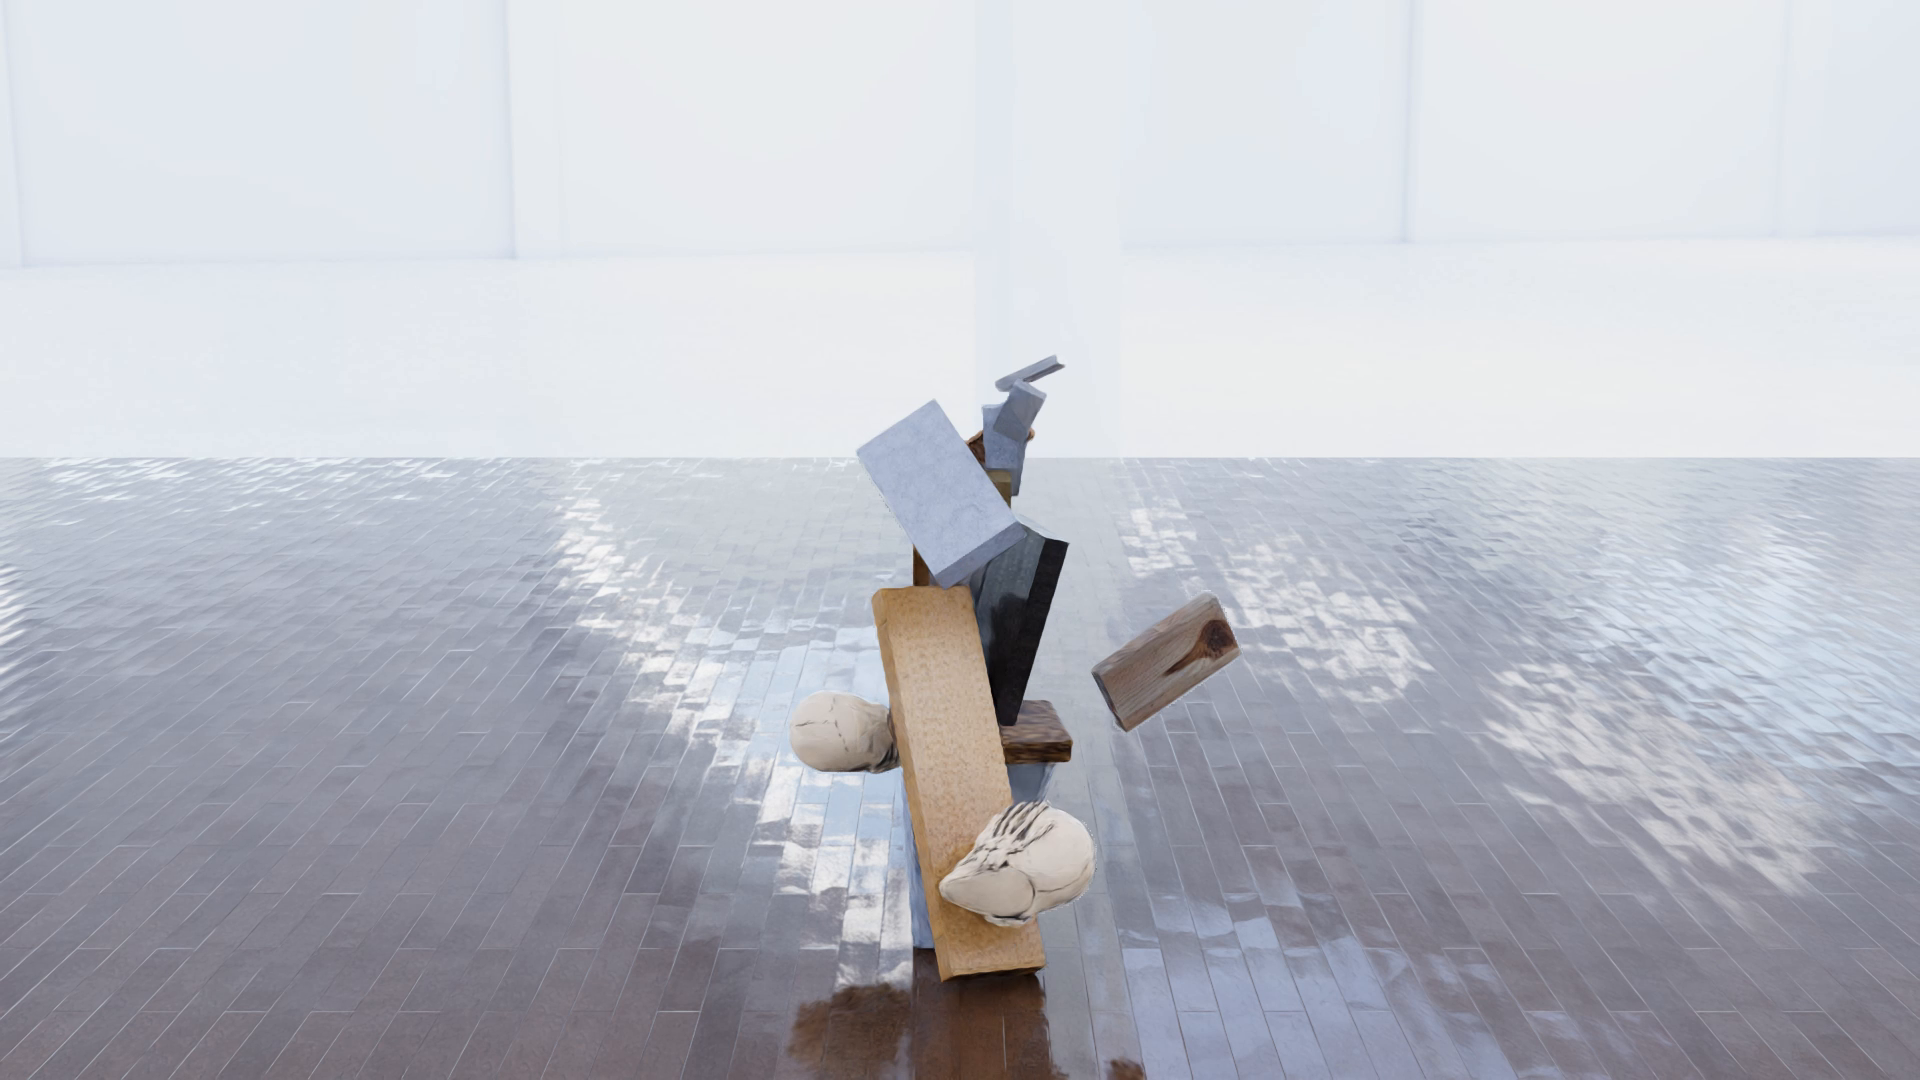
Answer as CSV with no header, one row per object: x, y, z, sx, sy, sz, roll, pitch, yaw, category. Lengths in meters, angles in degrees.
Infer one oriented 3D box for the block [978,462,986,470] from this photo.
0.013,-0.072,3.666,0.058,0.116,0.016,6,14,-2,block

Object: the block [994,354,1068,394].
0.113,-0.266,3.512,0.110,0.016,0.055,-23,-8,17,block

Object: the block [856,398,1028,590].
-0.033,-0.076,3.470,0.154,0.044,0.309,-34,50,1,block

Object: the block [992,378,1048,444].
0.095,-0.205,3.520,0.055,0.110,0.016,28,47,0,block

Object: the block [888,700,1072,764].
0.030,0.310,3.524,0.270,0.038,0.135,-1,25,-15,block

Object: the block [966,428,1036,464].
0.062,-0.163,3.640,0.116,0.058,0.016,-33,28,31,block

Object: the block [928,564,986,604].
0.006,0.167,3.678,0.118,0.271,0.034,0,17,-2,block

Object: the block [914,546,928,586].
0.001,0.124,3.786,0.161,0.321,0.046,0,10,0,block

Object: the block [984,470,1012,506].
0.022,-0.006,3.656,0.118,0.237,0.034,1,34,0,block

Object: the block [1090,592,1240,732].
0.338,0.198,3.596,0.237,0.118,0.034,-33,25,-14,block

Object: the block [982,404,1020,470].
0.066,-0.169,3.584,0.055,0.110,0.016,-2,26,5,block

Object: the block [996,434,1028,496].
0.076,-0.132,3.619,0.058,0.116,0.016,8,24,0,block

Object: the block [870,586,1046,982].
-0.006,0.364,3.385,0.154,0.617,0.044,-1,-24,-25,block

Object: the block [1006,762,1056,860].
0.057,0.453,3.593,0.135,0.270,0.038,19,10,23,block

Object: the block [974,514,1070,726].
0.077,0.124,3.506,0.044,0.309,0.154,11,11,-28,block

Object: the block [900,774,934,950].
-0.014,0.494,3.441,0.135,0.270,0.038,-4,-2,-20,block
